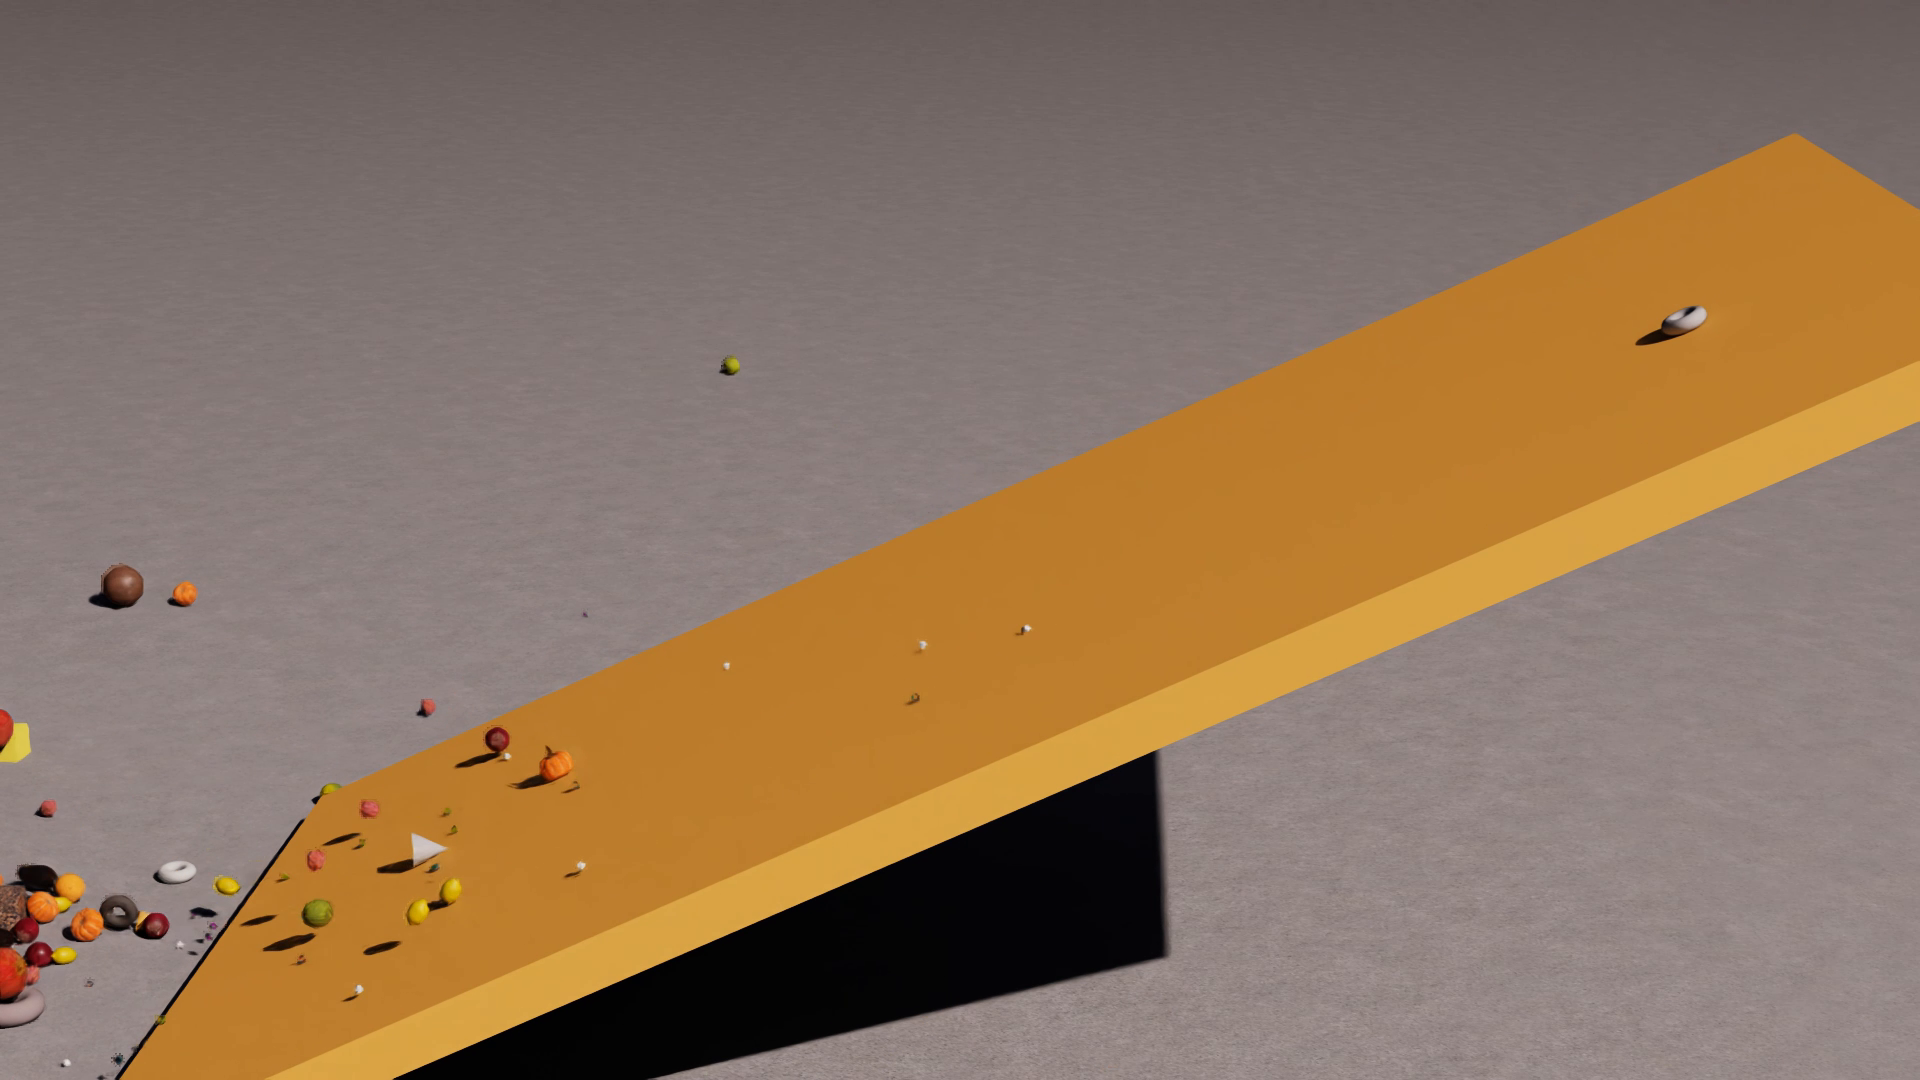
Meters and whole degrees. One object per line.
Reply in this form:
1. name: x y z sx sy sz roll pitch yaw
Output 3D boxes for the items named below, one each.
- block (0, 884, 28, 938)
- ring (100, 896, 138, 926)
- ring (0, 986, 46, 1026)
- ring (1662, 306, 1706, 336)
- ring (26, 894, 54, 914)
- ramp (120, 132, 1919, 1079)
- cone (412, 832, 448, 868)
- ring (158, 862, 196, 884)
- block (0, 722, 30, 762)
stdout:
1. block: -2.258 0.878 6.940 0.094 0.094 0.094 -2 16 -7
2. ring: -1.983 0.876 6.936 0.087 0.087 0.029 -2 35 -6
3. ring: -2.096 1.029 6.492 0.150 0.050 0.150 0 16 0
4. ring: 1.438 -0.435 5.839 0.094 0.031 0.094 -26 12 6
5. ring: -2.220 0.876 7.072 0.080 0.027 0.080 1 15 0
6. ramp: 0.136 0.169 6.282 4.000 0.100 2.000 -24 13 9
7. cone: -1.168 0.683 6.489 0.078 0.078 0.078 -1 16 -10
8. ring: -1.933 0.820 7.259 0.093 0.031 0.093 0 17 0
9. block: -2.616 0.557 8.087 0.083 0.083 0.083 2 16 8
